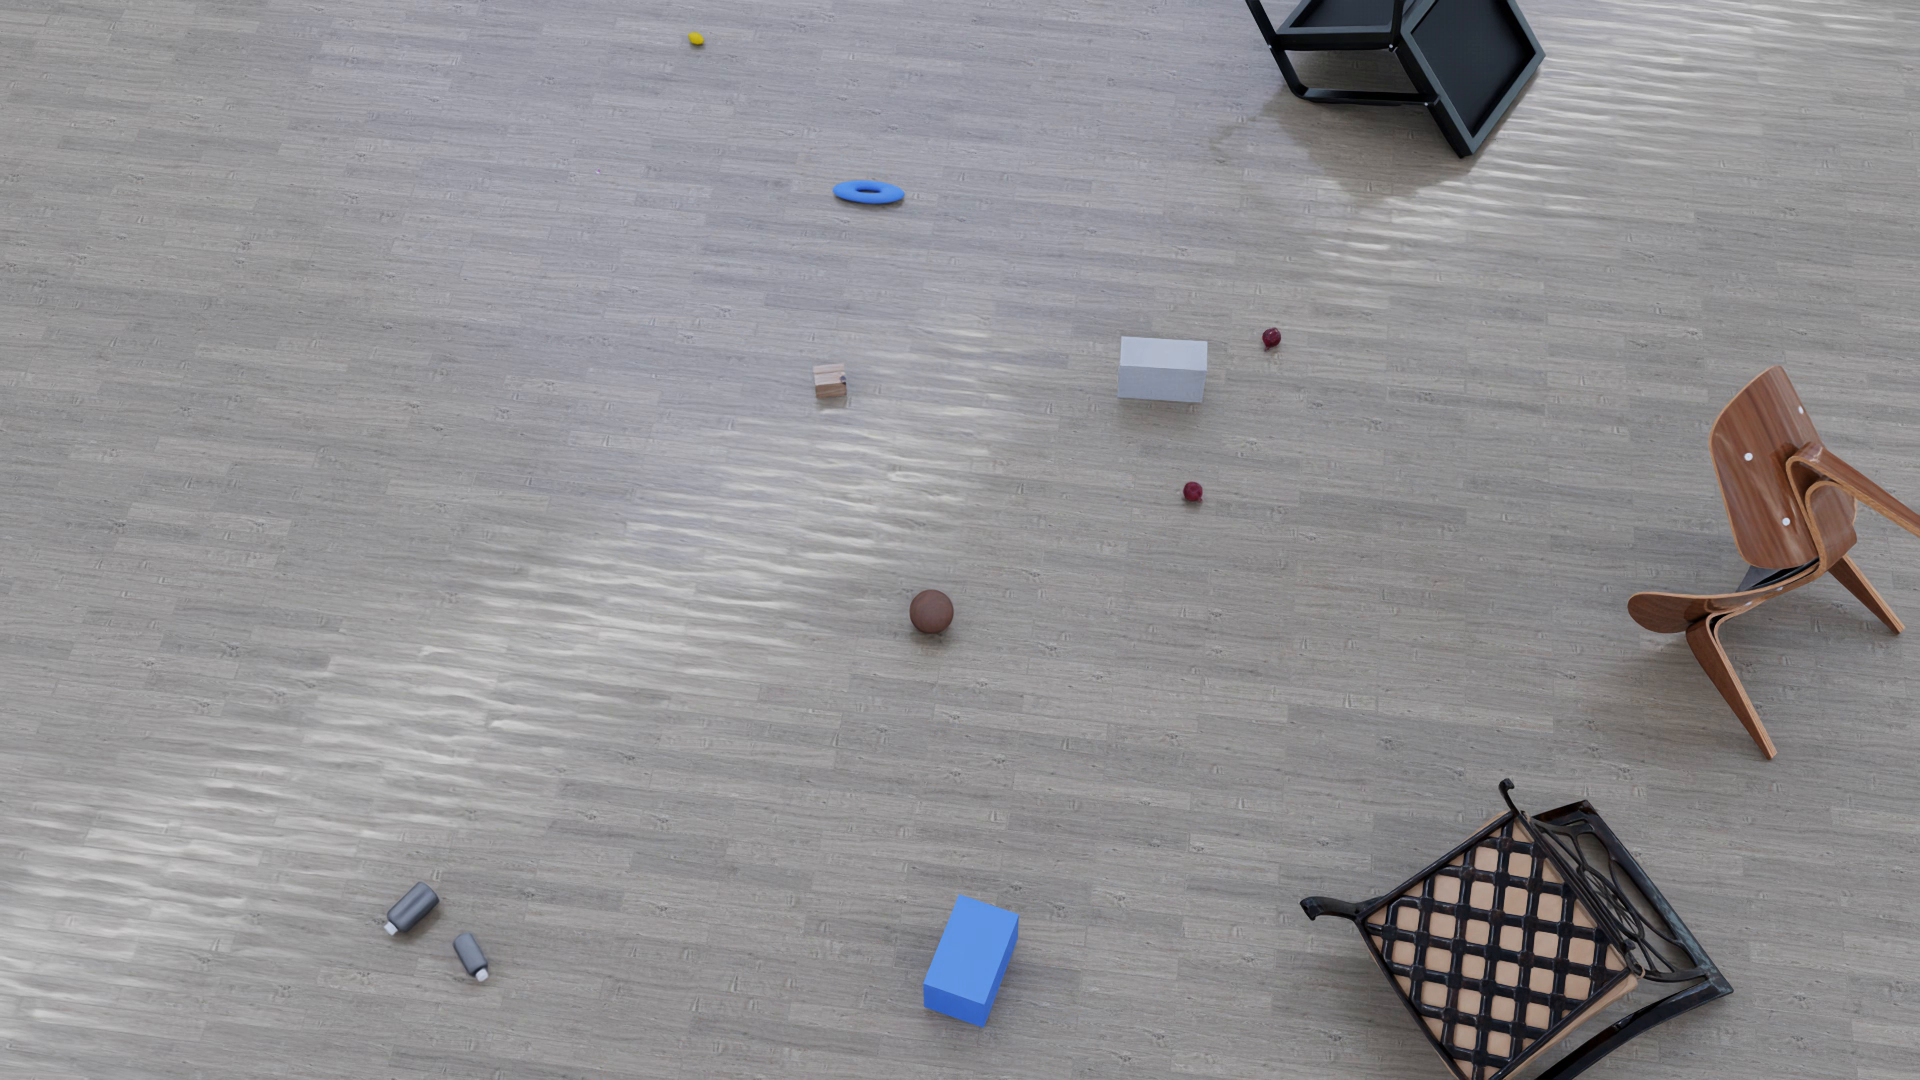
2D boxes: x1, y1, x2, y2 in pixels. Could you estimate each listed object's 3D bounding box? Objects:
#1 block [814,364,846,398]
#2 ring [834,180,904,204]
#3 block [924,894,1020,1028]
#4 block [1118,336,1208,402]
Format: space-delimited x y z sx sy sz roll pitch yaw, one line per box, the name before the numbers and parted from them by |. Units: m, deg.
block | -0.406 -0.498 6.868 0.095 0.066 0.075 -6 56 -4
ring | -0.304 -1.160 7.329 0.242 0.039 0.086 4 55 4
block | 0.030 1.099 5.742 0.166 0.158 0.265 17 58 11
block | 0.628 -0.529 6.832 0.265 0.161 0.114 4 56 2
